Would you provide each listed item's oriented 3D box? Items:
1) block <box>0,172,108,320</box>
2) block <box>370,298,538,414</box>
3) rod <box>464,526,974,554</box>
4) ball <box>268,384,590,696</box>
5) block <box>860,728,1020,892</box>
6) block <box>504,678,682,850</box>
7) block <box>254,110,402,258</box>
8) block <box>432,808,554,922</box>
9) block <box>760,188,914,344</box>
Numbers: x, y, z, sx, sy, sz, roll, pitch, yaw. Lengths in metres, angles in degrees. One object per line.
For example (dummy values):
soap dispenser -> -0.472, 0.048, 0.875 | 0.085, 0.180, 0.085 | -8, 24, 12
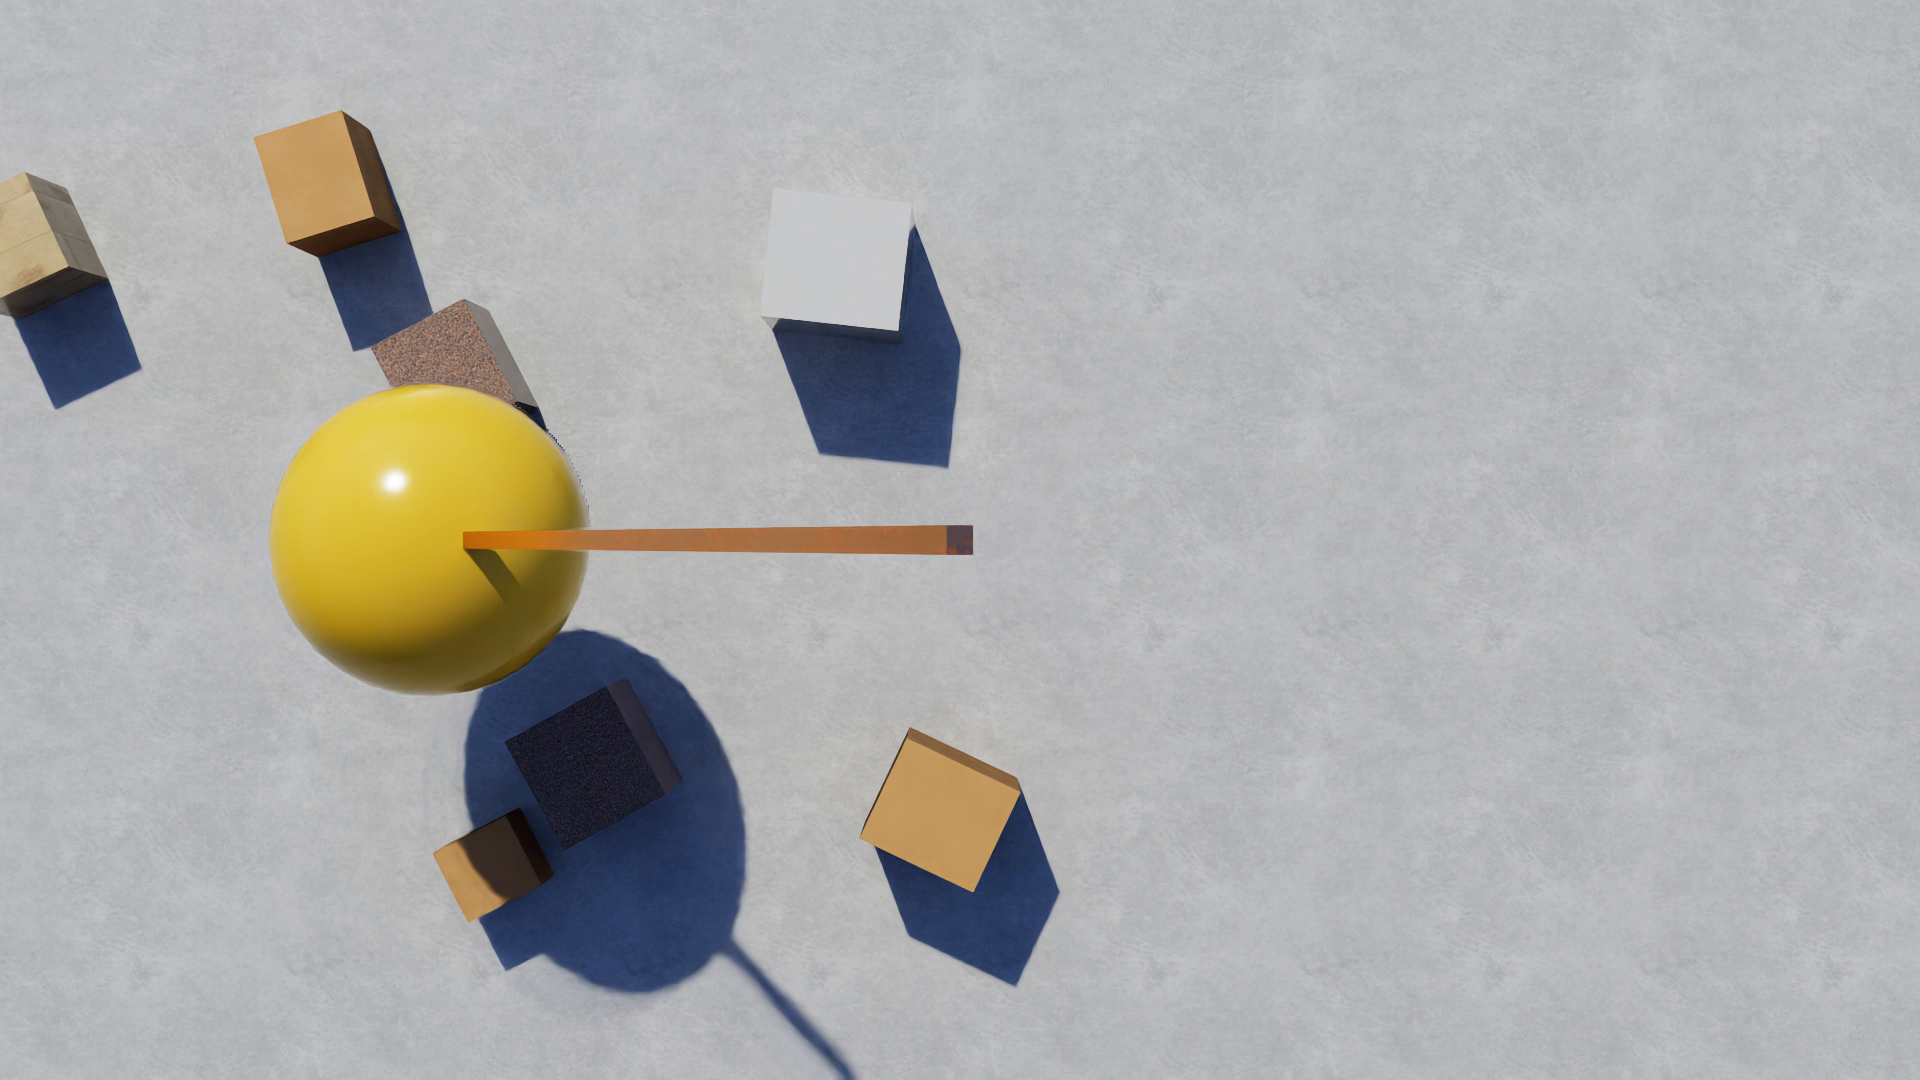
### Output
block -> -5.416, -1.692, 12.707 | 0.571, 0.587, 0.589 | -25, 90, 0
block -> -2.901, -0.933, 12.679 | 0.594, 0.642, 0.651 | -27, 90, 0
rod -> -1.169, 0.000, 8.208 | 0.080, 5.200, 0.080 | 0, 90, -27
ball -> -2.699, 0.000, 11.245 | 1.600, 1.600, 1.600 | 0, 90, 0
block -> -0.112, 1.534, 12.628 | 0.703, 0.745, 0.619 | 25, 90, 0
block -> -2.088, 1.272, 12.625 | 0.649, 0.750, 0.691 | -29, 90, 0
block -> -3.640, -2.047, 12.694 | 0.519, 0.612, 0.626 | -17, 90, 0
block -> -2.713, 1.888, 12.803 | 0.475, 0.393, 0.450 | -27, 90, 0
block -> -0.688, -1.557, 12.597 | 0.772, 0.805, 0.714 | 6, 90, 0
